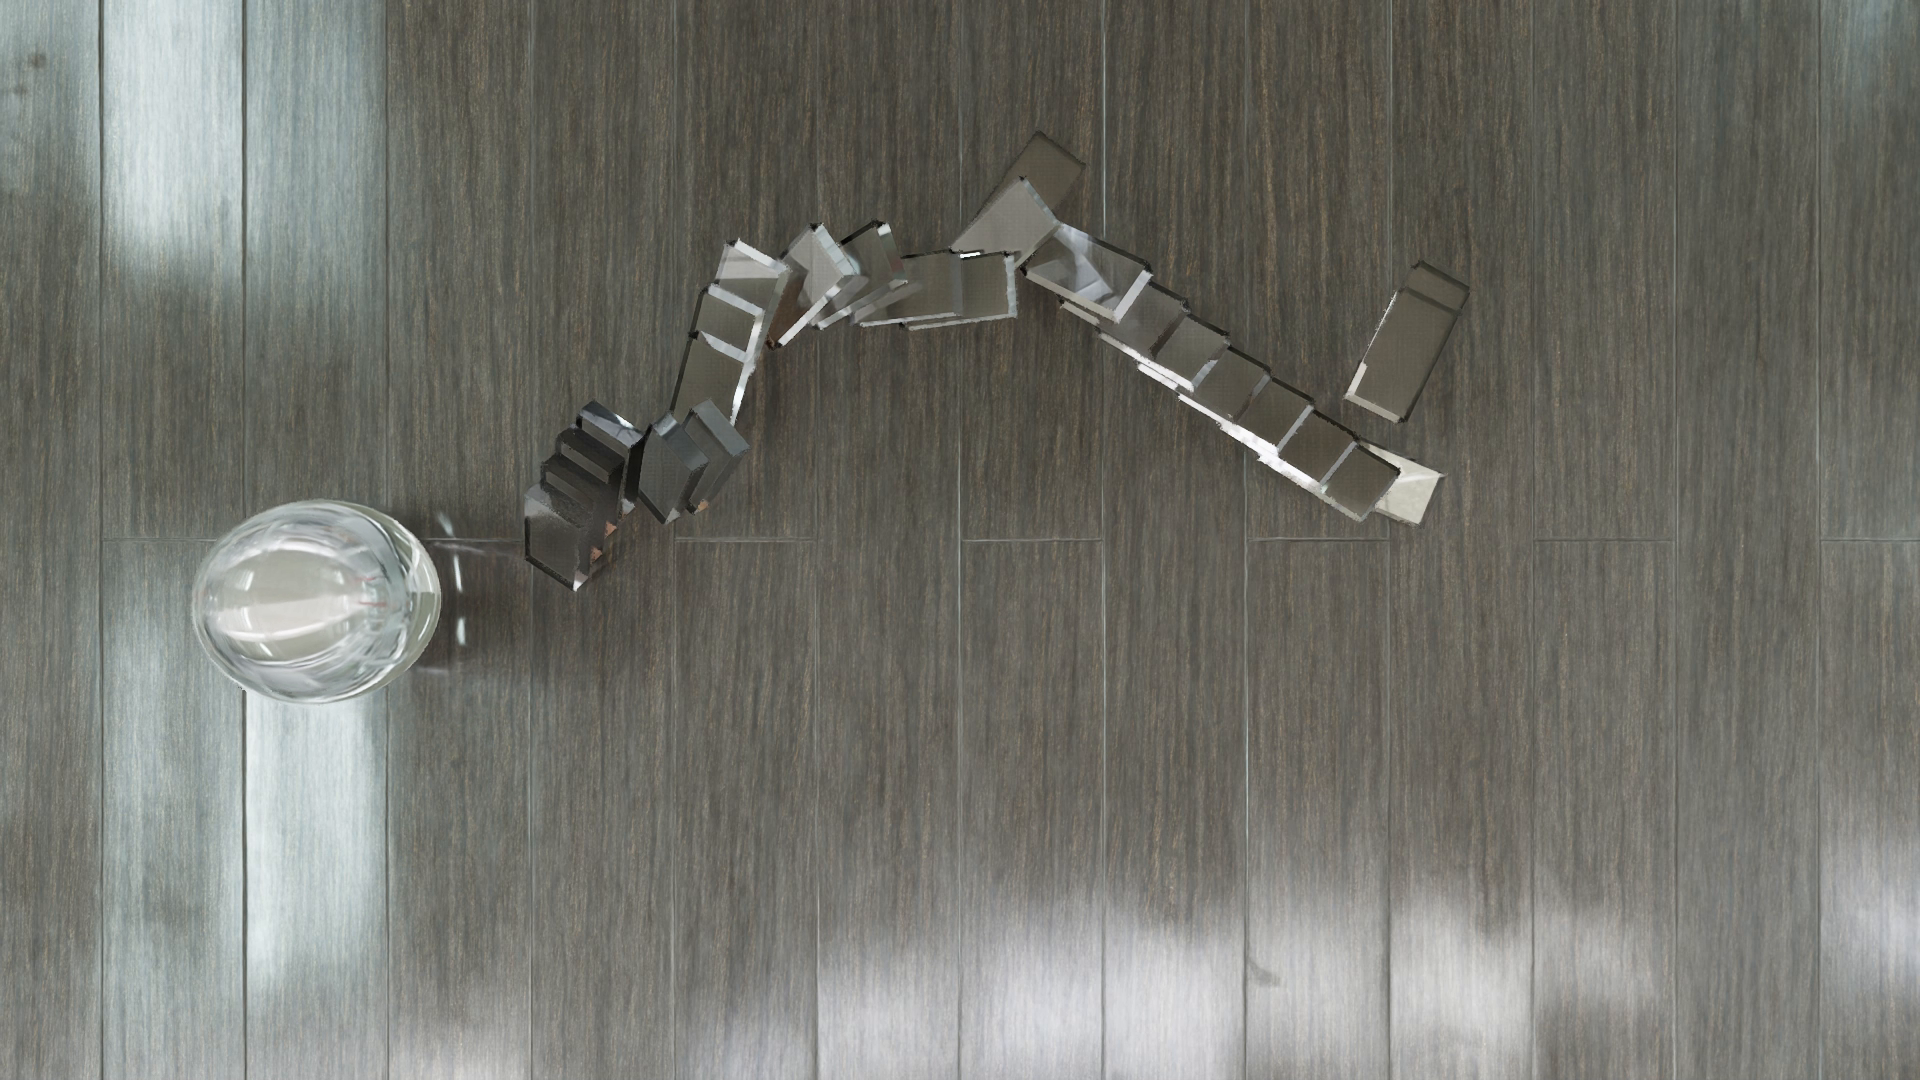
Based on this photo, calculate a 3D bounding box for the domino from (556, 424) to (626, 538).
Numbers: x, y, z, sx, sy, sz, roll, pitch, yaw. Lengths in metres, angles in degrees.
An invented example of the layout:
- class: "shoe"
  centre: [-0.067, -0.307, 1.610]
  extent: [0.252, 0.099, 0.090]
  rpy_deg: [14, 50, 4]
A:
- class: "domino"
  centre: [-0.153, -0.023, 0.378]
  extent: [0.025, 0.050, 0.010]
  rpy_deg: [34, 50, 0]

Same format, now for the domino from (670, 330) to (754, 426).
- class: "domino"
  centre: [-0.106, -0.059, 0.383]
  extent: [0.025, 0.009, 0.050]
  rpy_deg: [26, 120, 0]

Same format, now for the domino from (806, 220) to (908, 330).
- class: "domino"
  centre: [-0.048, -0.110, 0.383]
  extent: [0.050, 0.009, 0.025]
  rpy_deg: [-19, 90, 32]

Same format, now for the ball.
- class: "ball"
  centre: [-0.250, 0.024, 0.360]
  extent: [0.080, 0.080, 0.080]
  rpy_deg: [0, 90, 0]

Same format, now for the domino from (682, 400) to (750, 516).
- class: "domino"
  centre: [-0.107, -0.033, 0.379]
  extent: [0.025, 0.050, 0.009]
  rpy_deg: [50, 46, 0]

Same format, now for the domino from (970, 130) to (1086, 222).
- class: "domino"
  centre: [0.029, -0.148, 0.395]
  extent: [0.025, 0.010, 0.050]
  rpy_deg: [36, 90, 0]

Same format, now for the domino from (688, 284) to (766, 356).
- class: "domino"
  centre: [-0.101, -0.078, 0.384]
  extent: [0.025, 0.009, 0.050]
  rpy_deg: [25, 120, 0]

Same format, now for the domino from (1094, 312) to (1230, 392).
- class: "domino"
  centre: [0.085, -0.086, 0.385]
  extent: [0.050, 0.010, 0.025]
  rpy_deg: [38, 90, 26]

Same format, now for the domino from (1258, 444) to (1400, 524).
- class: "domino"
  centre: [0.154, -0.032, 0.384]
  extent: [0.050, 0.009, 0.025]
  rpy_deg: [40, 92, 27]

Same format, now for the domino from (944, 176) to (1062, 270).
- class: "domino"
  centre: [0.015, -0.124, 0.384]
  extent: [0.050, 0.009, 0.025]
  rpy_deg: [-37, 90, 28]

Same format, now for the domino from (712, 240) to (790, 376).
- class: "domino"
  centre: [-0.092, -0.096, 0.383]
  extent: [0.025, 0.010, 0.050]
  rpy_deg: [29, 120, 1]

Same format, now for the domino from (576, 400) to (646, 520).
- class: "domino"
  centre: [-0.145, -0.032, 0.378]
  extent: [0.025, 0.050, 0.009]
  rpy_deg: [33, 50, 0]

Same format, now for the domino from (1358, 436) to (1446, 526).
- class: "domino"
  centre: [0.180, -0.027, 0.395]
  extent: [0.050, 0.010, 0.025]
  rpy_deg: [23, 90, 0]

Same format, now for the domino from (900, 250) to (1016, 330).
- class: "domino"
  centre: [-0.002, -0.104, 0.384]
  extent: [0.050, 0.009, 0.025]
  rpy_deg: [-1, 95, 24]

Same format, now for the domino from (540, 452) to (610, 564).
- class: "domino"
  centre: [-0.159, -0.012, 0.378]
  extent: [0.025, 0.050, 0.009]
  rpy_deg: [34, 50, 0]

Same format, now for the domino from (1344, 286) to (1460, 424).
- class: "domino"
  centre: [0.186, -0.078, 0.386]
  extent: [0.025, 0.010, 0.050]
  rpy_deg: [26, 90, 0]

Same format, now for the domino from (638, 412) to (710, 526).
- class: "domino"
  centre: [-0.121, -0.028, 0.377]
  extent: [0.025, 0.050, 0.010]
  rpy_deg: [49, 51, 1]

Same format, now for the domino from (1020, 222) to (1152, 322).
- class: "domino"
  centre: [0.052, -0.113, 0.384]
  extent: [0.050, 0.010, 0.025]
  rpy_deg: [34, 89, 26]

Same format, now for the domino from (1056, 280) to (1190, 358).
- class: "domino"
  centre: [0.068, -0.100, 0.385]
  extent: [0.050, 0.010, 0.025]
  rpy_deg: [38, 90, 26]

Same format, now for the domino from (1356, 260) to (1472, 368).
- class: "domino"
  centre: [0.196, -0.091, 0.395]
  extent: [0.025, 0.009, 0.050]
  rpy_deg: [29, 90, 0]

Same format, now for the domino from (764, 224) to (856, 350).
- class: "domino"
  centre: [-0.069, -0.105, 0.383]
  extent: [0.050, 0.010, 0.025]
  rpy_deg: [-35, 90, 31]

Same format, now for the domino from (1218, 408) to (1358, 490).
- class: "domino"
  centre: [0.137, -0.046, 0.384]
  extent: [0.050, 0.009, 0.025]
  rpy_deg: [39, 91, 27]

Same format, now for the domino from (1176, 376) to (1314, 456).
- class: "domino"
  centre: [0.119, -0.060, 0.385]
  extent: [0.050, 0.010, 0.025]
  rpy_deg: [37, 90, 26]

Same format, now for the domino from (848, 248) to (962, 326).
- class: "domino"
  centre: [-0.024, -0.105, 0.383]
  extent: [0.050, 0.009, 0.025]
  rpy_deg: [0, 96, 27]

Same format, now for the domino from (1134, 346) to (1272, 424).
- class: "domino"
  centre: [0.101, -0.072, 0.385]
  extent: [0.050, 0.010, 0.025]
  rpy_deg: [37, 90, 26]

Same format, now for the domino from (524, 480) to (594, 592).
- class: "domino"
  centre: [-0.166, -0.001, 0.378]
  extent: [0.025, 0.050, 0.009]
  rpy_deg: [34, 50, 0]
